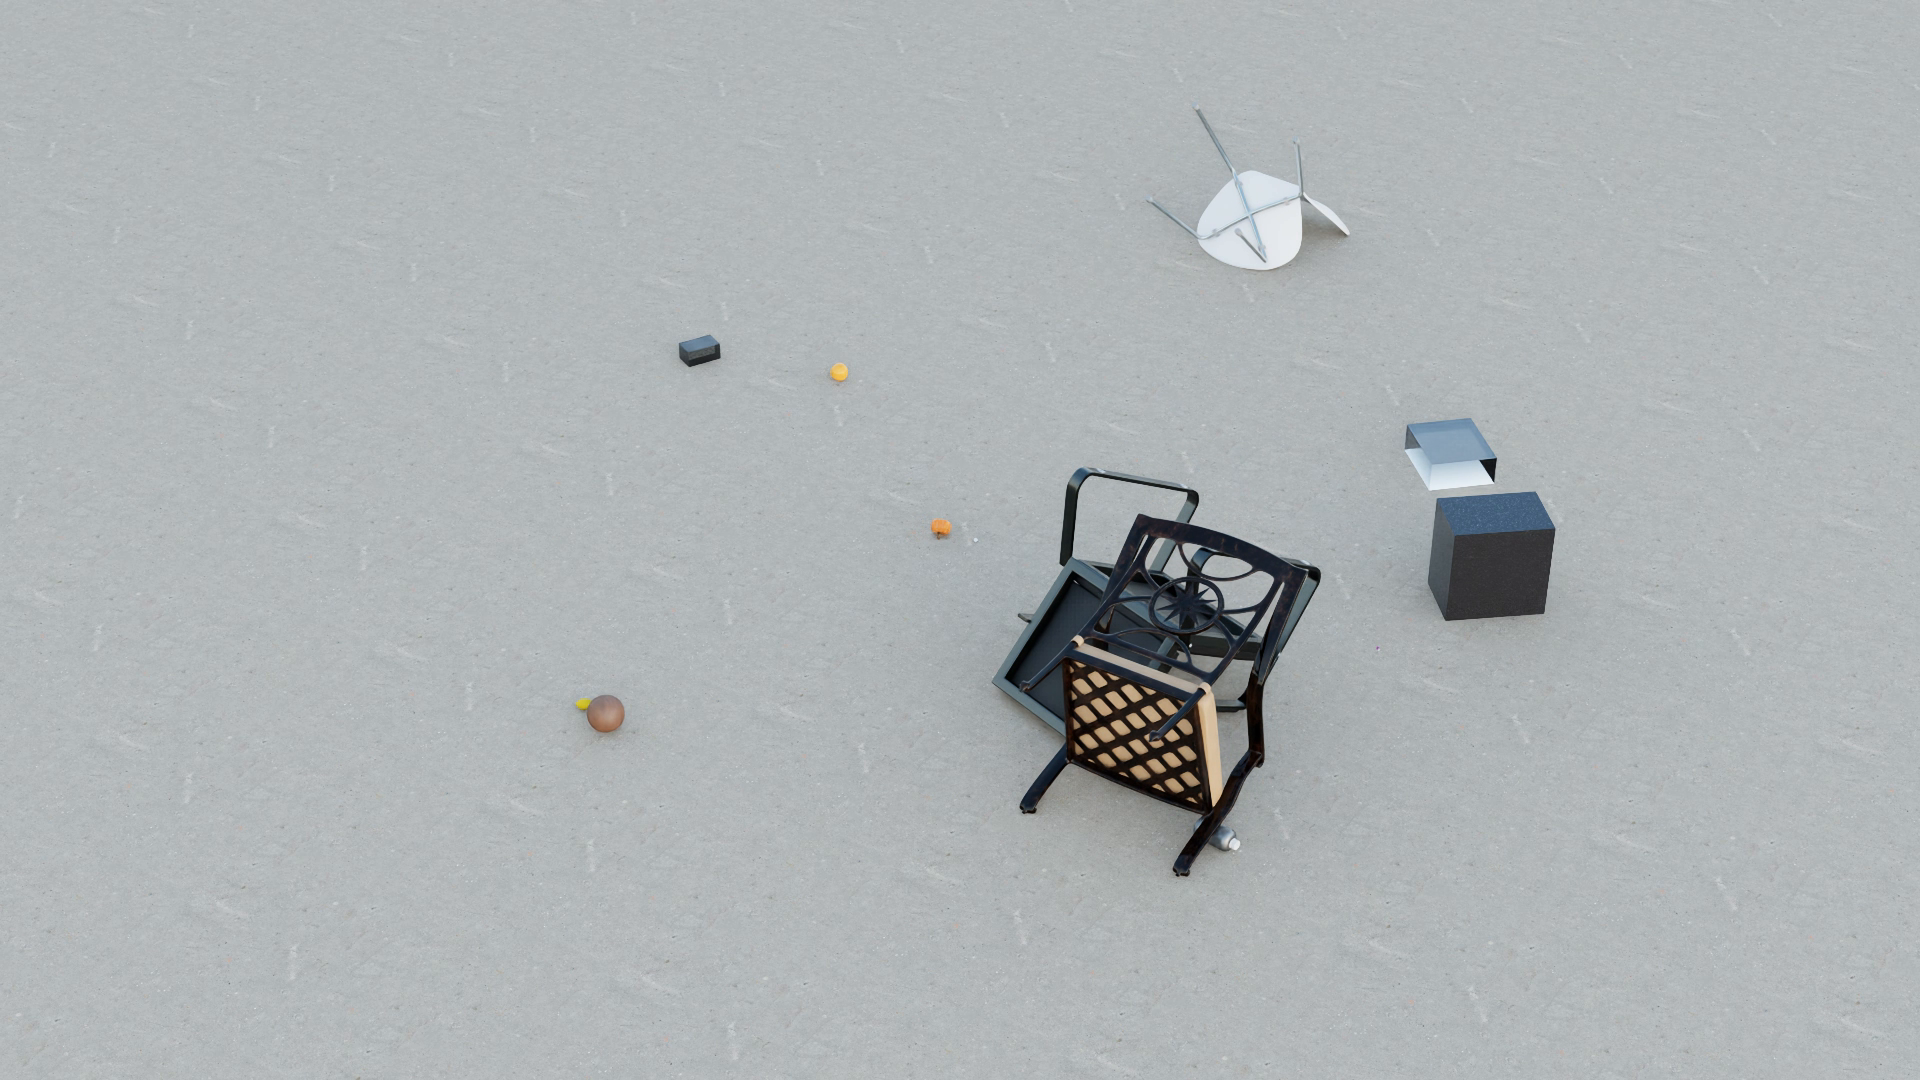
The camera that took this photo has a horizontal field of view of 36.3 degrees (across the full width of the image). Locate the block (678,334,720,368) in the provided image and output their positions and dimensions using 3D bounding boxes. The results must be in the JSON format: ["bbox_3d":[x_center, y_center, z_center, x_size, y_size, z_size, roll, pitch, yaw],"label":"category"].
[{"bbox_3d":[-1.071,-0.778,12.063,0.144,0.069,0.089,-18,37,-25],"label":"block"}]

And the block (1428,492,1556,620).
[{"bbox_3d":[1.904,0.058,10.523,0.365,0.367,0.246,-4,34,-6],"label":"block"}]

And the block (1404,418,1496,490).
[{"bbox_3d":[1.897,-0.334,11.345,0.260,0.116,0.303,-6,34,-9],"label":"block"}]
